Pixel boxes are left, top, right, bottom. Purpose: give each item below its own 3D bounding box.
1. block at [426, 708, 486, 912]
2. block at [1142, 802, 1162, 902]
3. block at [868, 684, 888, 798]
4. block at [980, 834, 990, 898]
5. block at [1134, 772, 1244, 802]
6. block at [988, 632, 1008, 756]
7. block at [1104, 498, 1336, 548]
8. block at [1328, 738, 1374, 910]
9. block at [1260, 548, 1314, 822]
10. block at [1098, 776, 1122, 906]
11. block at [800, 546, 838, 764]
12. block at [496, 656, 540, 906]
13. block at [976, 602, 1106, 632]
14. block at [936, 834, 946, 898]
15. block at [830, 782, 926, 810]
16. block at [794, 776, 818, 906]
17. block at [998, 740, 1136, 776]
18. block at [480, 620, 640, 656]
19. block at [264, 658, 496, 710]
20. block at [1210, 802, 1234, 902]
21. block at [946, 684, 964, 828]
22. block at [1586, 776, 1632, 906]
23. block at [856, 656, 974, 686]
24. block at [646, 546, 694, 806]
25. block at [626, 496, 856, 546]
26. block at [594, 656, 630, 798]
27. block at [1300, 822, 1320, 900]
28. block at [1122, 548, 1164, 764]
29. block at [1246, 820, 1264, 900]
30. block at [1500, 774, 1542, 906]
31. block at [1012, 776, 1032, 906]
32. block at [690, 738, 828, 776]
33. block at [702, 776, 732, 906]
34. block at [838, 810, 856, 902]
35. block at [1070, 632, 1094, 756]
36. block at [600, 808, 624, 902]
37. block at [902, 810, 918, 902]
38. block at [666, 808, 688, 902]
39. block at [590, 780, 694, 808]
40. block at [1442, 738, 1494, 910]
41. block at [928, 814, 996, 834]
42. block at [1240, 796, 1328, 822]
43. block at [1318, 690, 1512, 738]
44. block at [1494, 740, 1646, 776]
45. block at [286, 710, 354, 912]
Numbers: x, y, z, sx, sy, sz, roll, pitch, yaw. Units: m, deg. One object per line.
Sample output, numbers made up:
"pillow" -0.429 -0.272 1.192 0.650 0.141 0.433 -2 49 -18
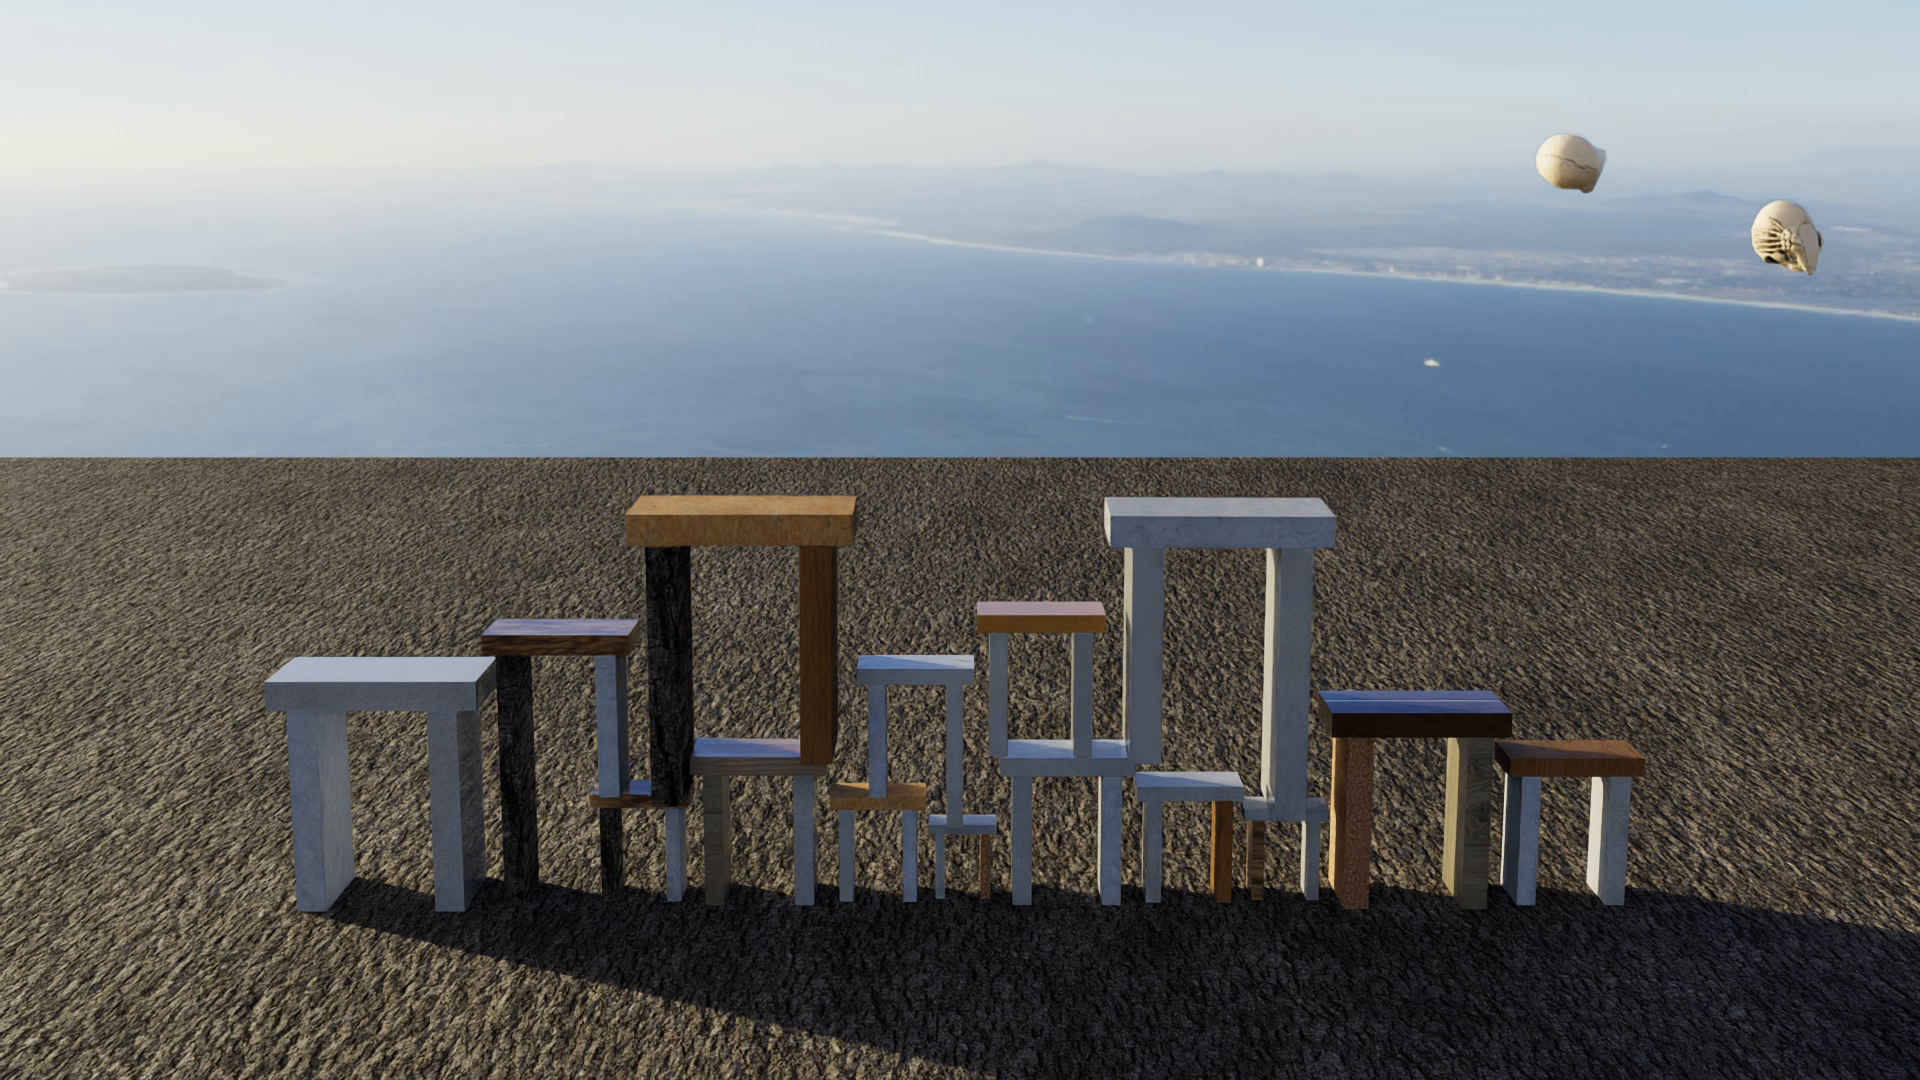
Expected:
"block" -0.831 0.424 3.637 0.048 0.338 0.169 0 11 0
"block" 0.319 0.505 3.653 0.025 0.174 0.087 0 11 0
"block" -0.135 0.319 3.622 0.027 0.190 0.095 0 11 0
"block" 0.042 0.535 3.661 0.016 0.112 0.056 0 11 0
"block" 0.377 0.407 3.635 0.174 0.025 0.087 0 11 0
"block" 0.062 0.242 3.607 0.029 0.206 0.103 0 11 0
"block" 0.415 -0.029 3.548 0.355 0.050 0.177 0 11 1
"block" 0.647 0.448 3.641 0.041 0.290 0.145 0 11 0
"block" 0.533 0.217 3.591 0.050 0.448 0.177 0 11 1
"block" 0.248 0.482 3.649 0.031 0.220 0.110 0 11 0
"block" -0.230 0.168 3.587 0.050 0.356 0.178 0 11 0
"block" -0.730 0.382 3.633 0.034 0.422 0.118 0 11 0
"block" 0.131 0.126 3.587 0.206 0.029 0.103 0 11 0
"block" -0.033 0.535 3.661 0.016 0.112 0.056 0 11 0
"block" -0.135 0.424 3.638 0.158 0.022 0.079 0 11 0
"block" -0.256 0.482 3.648 0.031 0.221 0.110 0 11 0
"block" 0.175 0.359 3.625 0.220 0.031 0.110 0 11 0
"block" -0.650 0.159 3.590 0.237 0.034 0.118 0 10 0
"block" -0.944 0.235 3.602 0.338 0.048 0.169 0 11 0
"block" 0.435 0.505 3.653 0.025 0.174 0.087 0 11 0
"block" -0.009 0.345 3.627 0.027 0.242 0.095 0 11 0
"block" 1.076 0.483 3.648 0.031 0.219 0.109 0 11 0
"block" -0.072 0.213 3.602 0.190 0.027 0.095 0 11 0
"block" -0.471 0.203 3.579 0.050 0.423 0.178 0 11 -1
"block" -0.348 -0.032 3.547 0.356 0.050 0.178 0 11 -1
"block" -0.571 0.292 3.613 0.034 0.237 0.118 0 10 -1
"block" 0.583 0.522 3.660 0.020 0.138 0.069 0 11 0
"block" 0.298 0.170 3.586 0.050 0.355 0.177 0 11 0
"block" 0.491 0.522 3.660 0.020 0.138 0.069 0 11 0
"block" 0.930 0.483 3.648 0.031 0.219 0.109 0 11 0
"block" 0.102 0.482 3.649 0.031 0.220 0.110 0 11 0
"block" -0.329 0.357 3.625 0.220 0.031 0.110 0 11 0
"block" -0.403 0.482 3.648 0.031 0.221 0.110 0 11 0
"block" -0.188 0.513 3.655 0.022 0.158 0.079 0 11 0
"block" 0.200 0.242 3.608 0.029 0.206 0.103 0 11 0
"block" -0.579 0.510 3.657 0.023 0.162 0.081 0 11 0
"block" -0.083 0.513 3.655 0.022 0.158 0.079 0 11 0
"block" -0.472 0.510 3.656 0.023 0.162 0.081 0 11 0
"block" -0.525 0.420 3.635 0.162 0.023 0.081 0 11 0
"block" 0.840 0.448 3.641 0.041 0.290 0.145 0 11 0
"block" 0.004 0.472 3.650 0.112 0.016 0.056 0 11 0
"block" 0.536 0.445 3.641 0.138 0.020 0.069 0 11 1
"block" 0.744 0.285 3.611 0.290 0.041 0.145 0 11 0
"block" 1.003 0.360 3.625 0.219 0.031 0.109 0 11 0
"block" -1.056 0.424 3.637 0.048 0.338 0.169 0 11 0
